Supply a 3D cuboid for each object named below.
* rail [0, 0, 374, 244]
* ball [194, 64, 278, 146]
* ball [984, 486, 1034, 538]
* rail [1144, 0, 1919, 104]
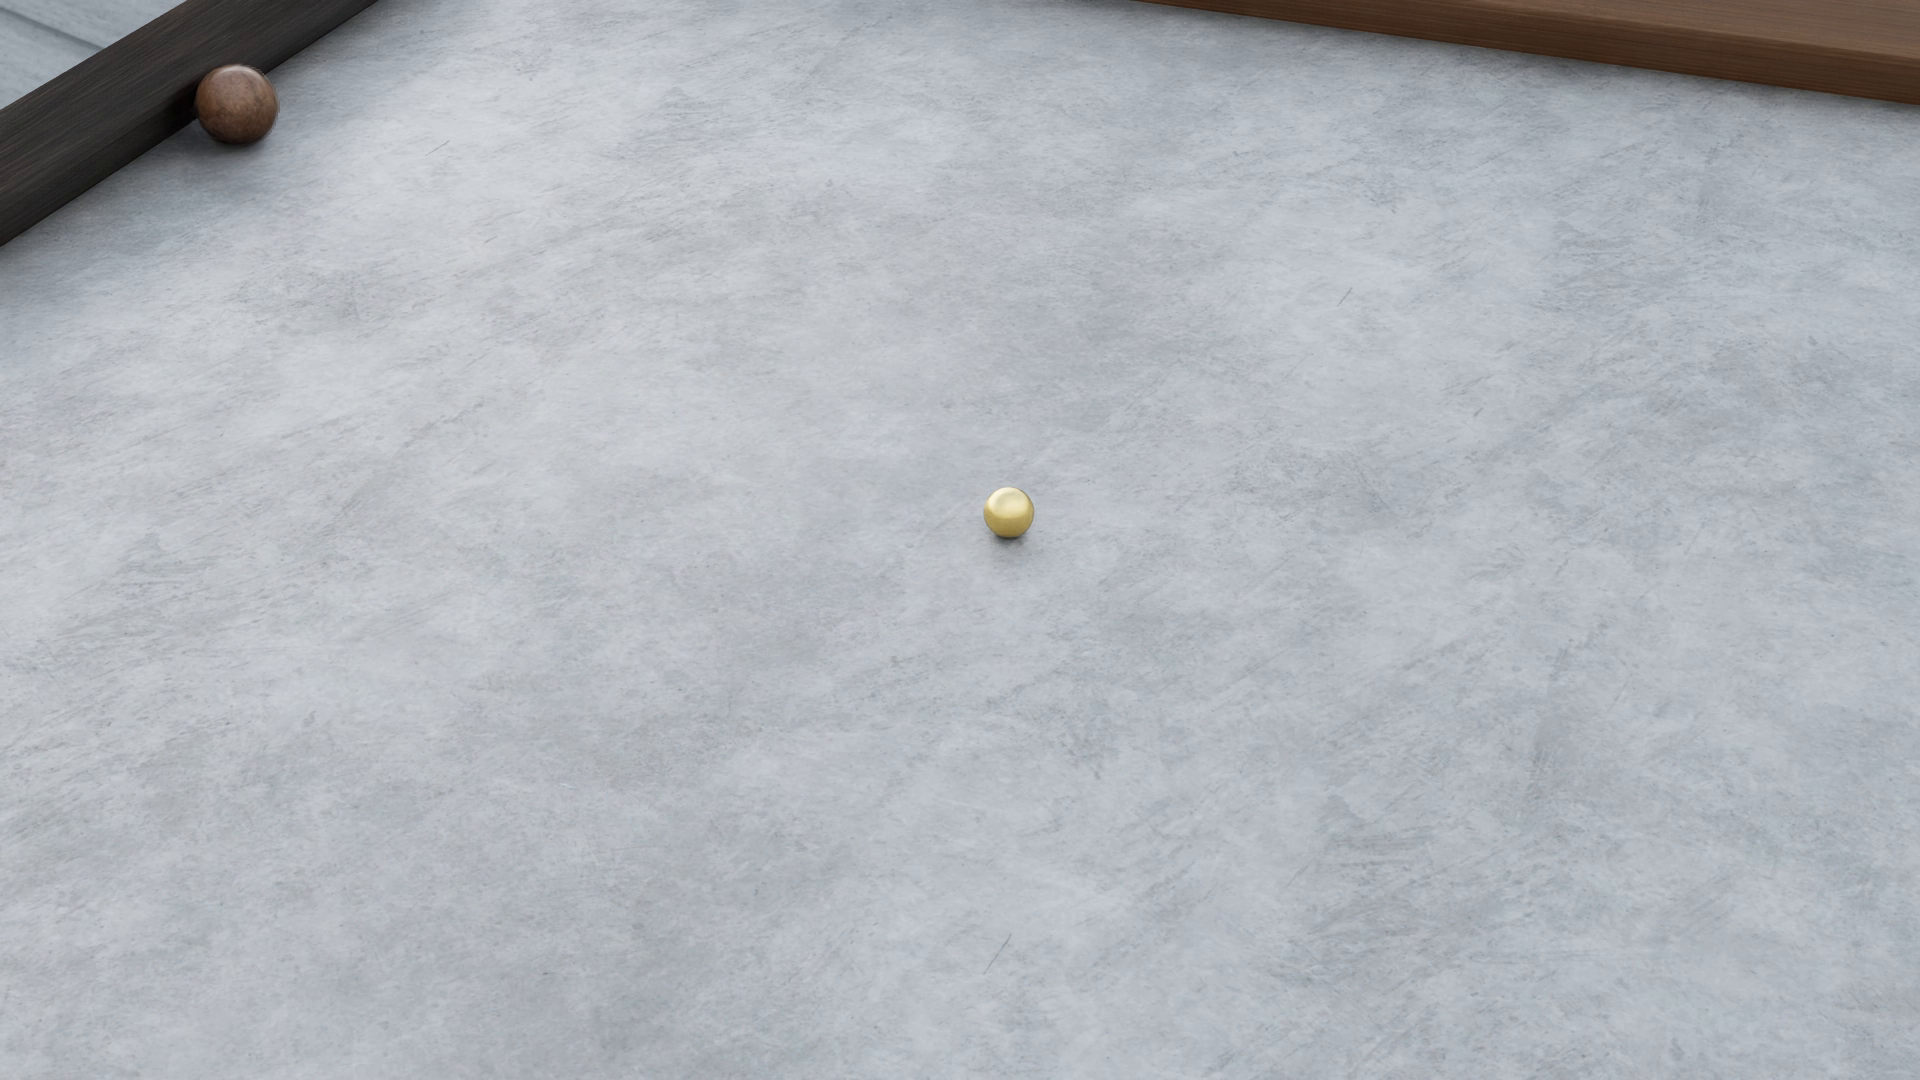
[{"bbox_3d":[-1.022,-0.229,2.353,0.045,0.129,2.544,11,35,17],"label":"rail"},{"bbox_3d":[-0.781,-0.469,2.766,0.086,0.086,0.086,0,33,0],"label":"ball"},{"bbox_3d":[0.040,-0.023,2.116,0.042,0.042,0.042,0,33,0],"label":"ball"},{"bbox_3d":[1.478,-0.449,2.693,4.456,0.129,0.045,11,35,17],"label":"rail"}]
